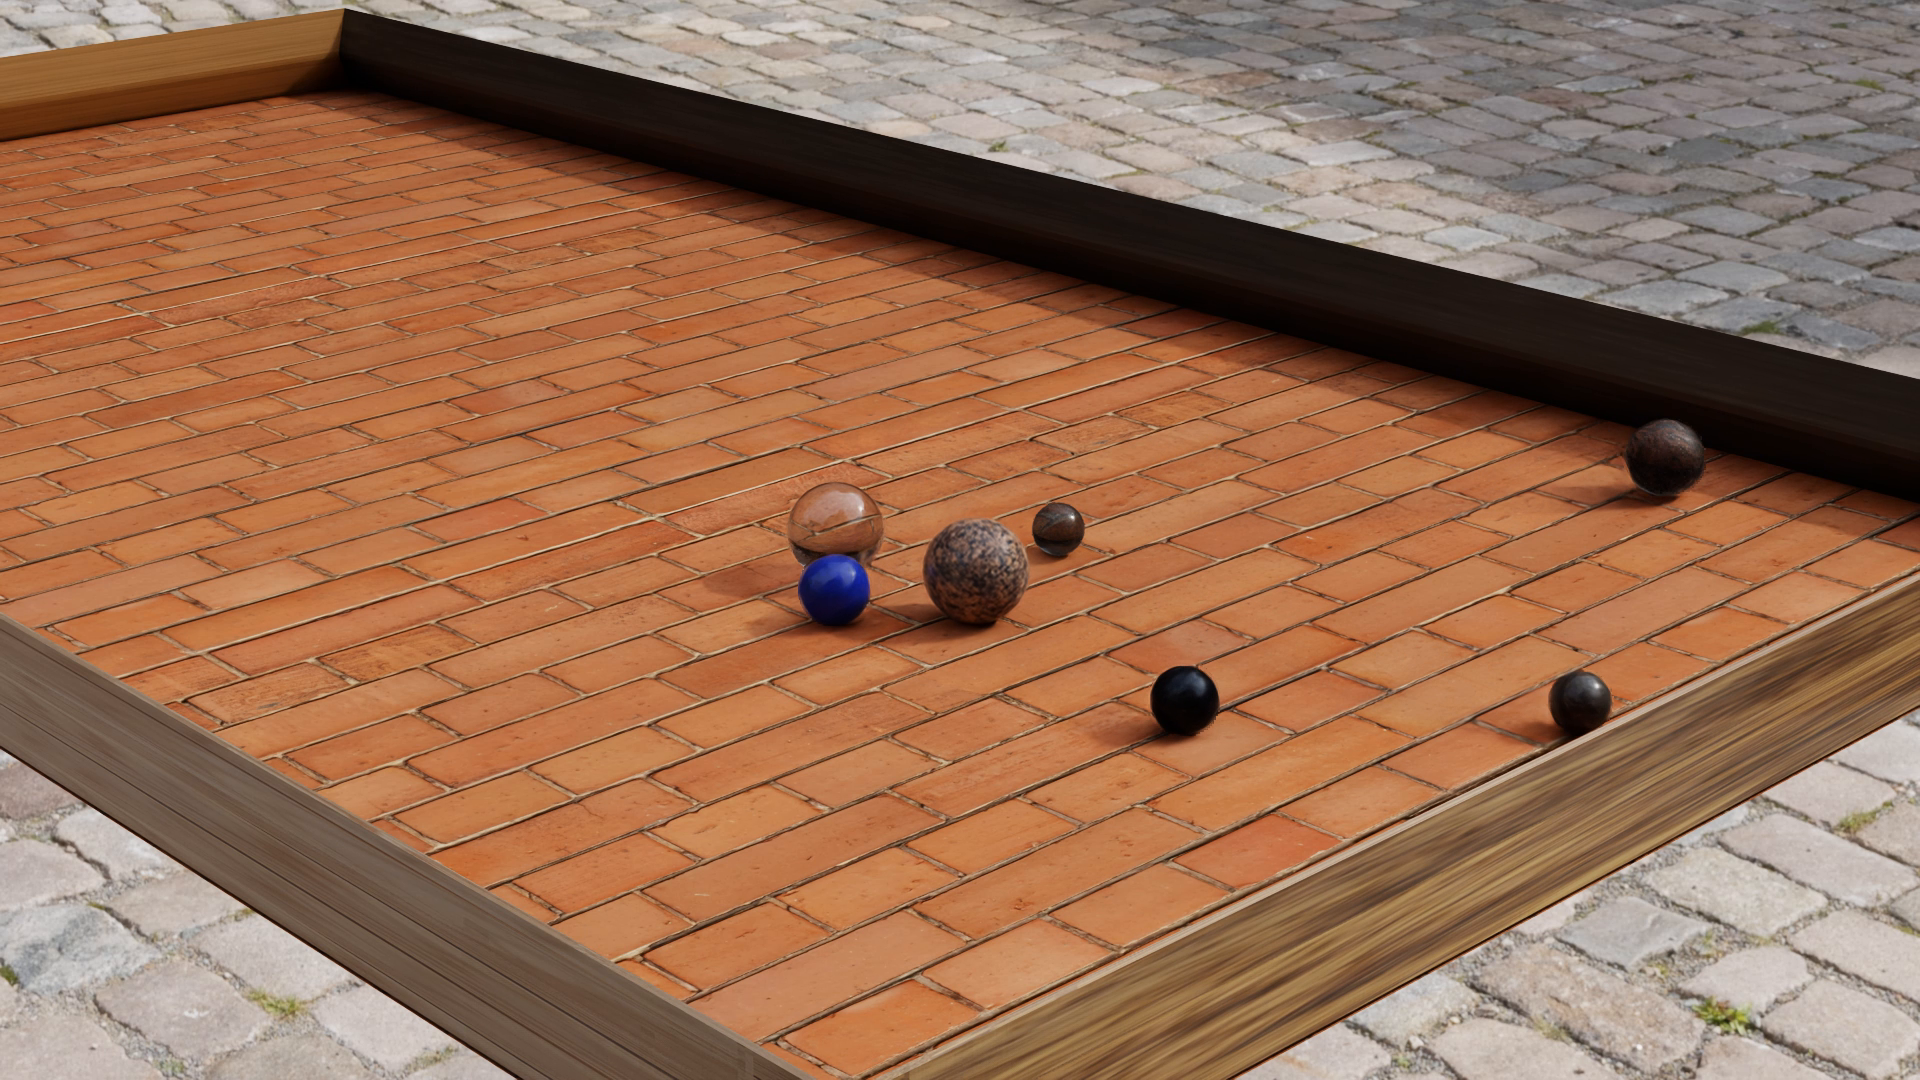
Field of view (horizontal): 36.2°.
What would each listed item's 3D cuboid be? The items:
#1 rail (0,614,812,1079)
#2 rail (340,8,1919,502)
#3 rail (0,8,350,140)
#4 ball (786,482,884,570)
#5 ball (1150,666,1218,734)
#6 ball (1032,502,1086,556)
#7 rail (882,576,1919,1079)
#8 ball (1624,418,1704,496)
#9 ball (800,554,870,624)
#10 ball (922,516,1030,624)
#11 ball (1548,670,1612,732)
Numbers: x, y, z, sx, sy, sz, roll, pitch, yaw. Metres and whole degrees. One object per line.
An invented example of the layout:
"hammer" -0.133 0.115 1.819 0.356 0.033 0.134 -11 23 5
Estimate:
"rail" -1.115 -0.028 2.715 0.045 0.124 3.092 -18 27 -40
"rail" 0.048 -0.414 3.755 0.045 0.124 3.092 -18 27 -40
"rail" -1.585 -0.604 4.267 1.655 0.124 0.045 -18 27 -40
"ball" -0.115 -0.009 2.715 0.090 0.090 0.090 0 20 0
"ball" 0.182 0.130 2.391 0.056 0.056 0.056 0 20 0
"ball" 0.093 -0.010 2.776 0.050 0.050 0.050 0 20 0
"rail" 0.517 0.163 2.203 1.655 0.124 0.045 -18 27 -40
"ball" 0.702 -0.082 2.930 0.078 0.078 0.078 0 20 0
"ball" -0.111 0.044 2.613 0.063 0.063 0.063 0 20 0
"ball" 0.014 0.027 2.612 0.095 0.095 0.095 0 20 0
"ball" 0.505 0.132 2.394 0.051 0.051 0.051 0 20 0
